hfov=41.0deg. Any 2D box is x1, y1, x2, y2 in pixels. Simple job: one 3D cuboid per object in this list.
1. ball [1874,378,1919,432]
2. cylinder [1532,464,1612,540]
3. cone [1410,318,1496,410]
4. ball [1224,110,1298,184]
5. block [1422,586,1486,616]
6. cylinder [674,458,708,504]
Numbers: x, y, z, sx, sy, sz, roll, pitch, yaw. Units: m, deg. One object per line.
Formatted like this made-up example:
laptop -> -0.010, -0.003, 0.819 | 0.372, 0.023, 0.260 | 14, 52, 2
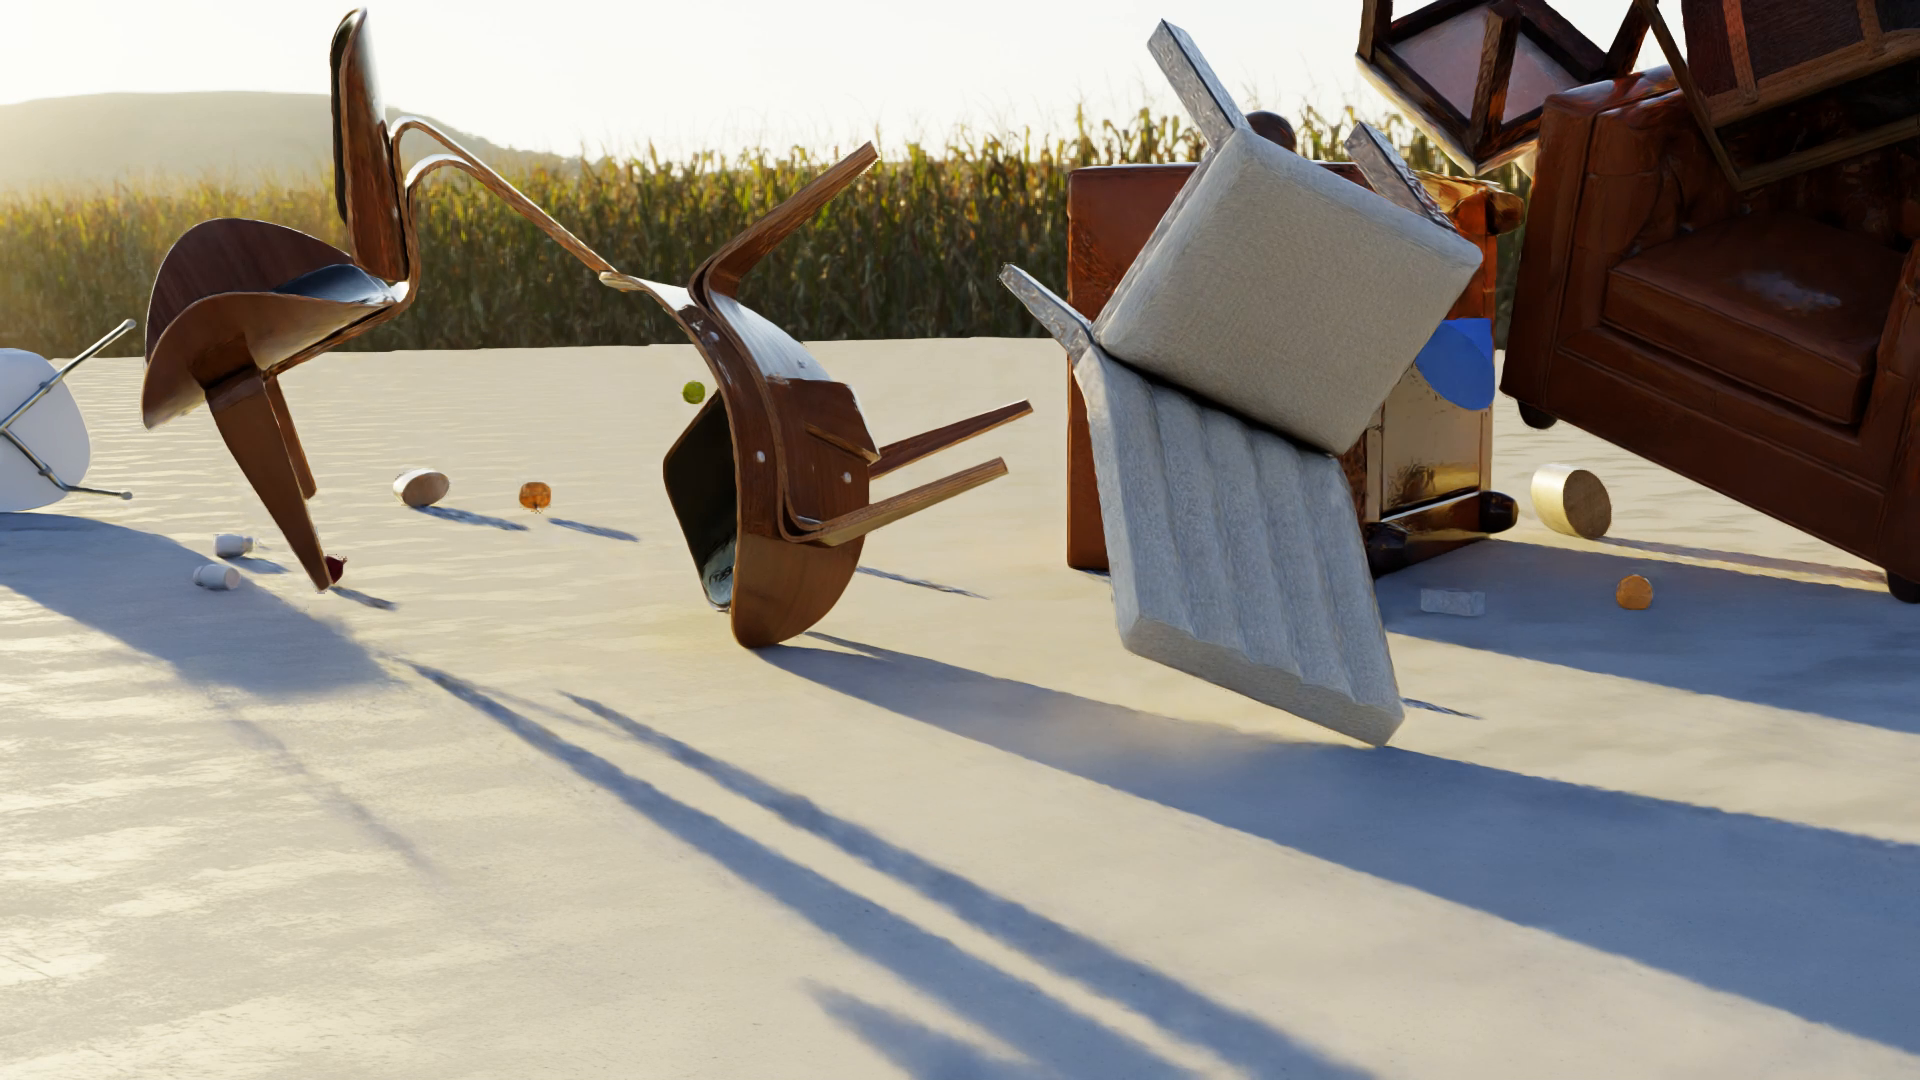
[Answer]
ball -> 2.279, -0.327, 6.204 | 0.130, 0.130, 0.130 | 0, 6, 0
cylinder -> 1.545, -0.097, 6.486 | 0.122, 0.186, 0.180 | -24, 10, -9
cone -> 1.018, -0.395, 5.104 | 0.193, 0.140, 0.257 | 26, -25, 32
ball -> 0.626, -0.817, 5.331 | 0.152, 0.152, 0.152 | 0, 6, 0
block -> 0.968, 0.120, 5.033 | 0.049, 0.044, 0.113 | -6, 8, -45
cylinder -> -0.693, -0.151, 6.617 | 0.059, 0.101, 0.088 | -12, -13, -29
